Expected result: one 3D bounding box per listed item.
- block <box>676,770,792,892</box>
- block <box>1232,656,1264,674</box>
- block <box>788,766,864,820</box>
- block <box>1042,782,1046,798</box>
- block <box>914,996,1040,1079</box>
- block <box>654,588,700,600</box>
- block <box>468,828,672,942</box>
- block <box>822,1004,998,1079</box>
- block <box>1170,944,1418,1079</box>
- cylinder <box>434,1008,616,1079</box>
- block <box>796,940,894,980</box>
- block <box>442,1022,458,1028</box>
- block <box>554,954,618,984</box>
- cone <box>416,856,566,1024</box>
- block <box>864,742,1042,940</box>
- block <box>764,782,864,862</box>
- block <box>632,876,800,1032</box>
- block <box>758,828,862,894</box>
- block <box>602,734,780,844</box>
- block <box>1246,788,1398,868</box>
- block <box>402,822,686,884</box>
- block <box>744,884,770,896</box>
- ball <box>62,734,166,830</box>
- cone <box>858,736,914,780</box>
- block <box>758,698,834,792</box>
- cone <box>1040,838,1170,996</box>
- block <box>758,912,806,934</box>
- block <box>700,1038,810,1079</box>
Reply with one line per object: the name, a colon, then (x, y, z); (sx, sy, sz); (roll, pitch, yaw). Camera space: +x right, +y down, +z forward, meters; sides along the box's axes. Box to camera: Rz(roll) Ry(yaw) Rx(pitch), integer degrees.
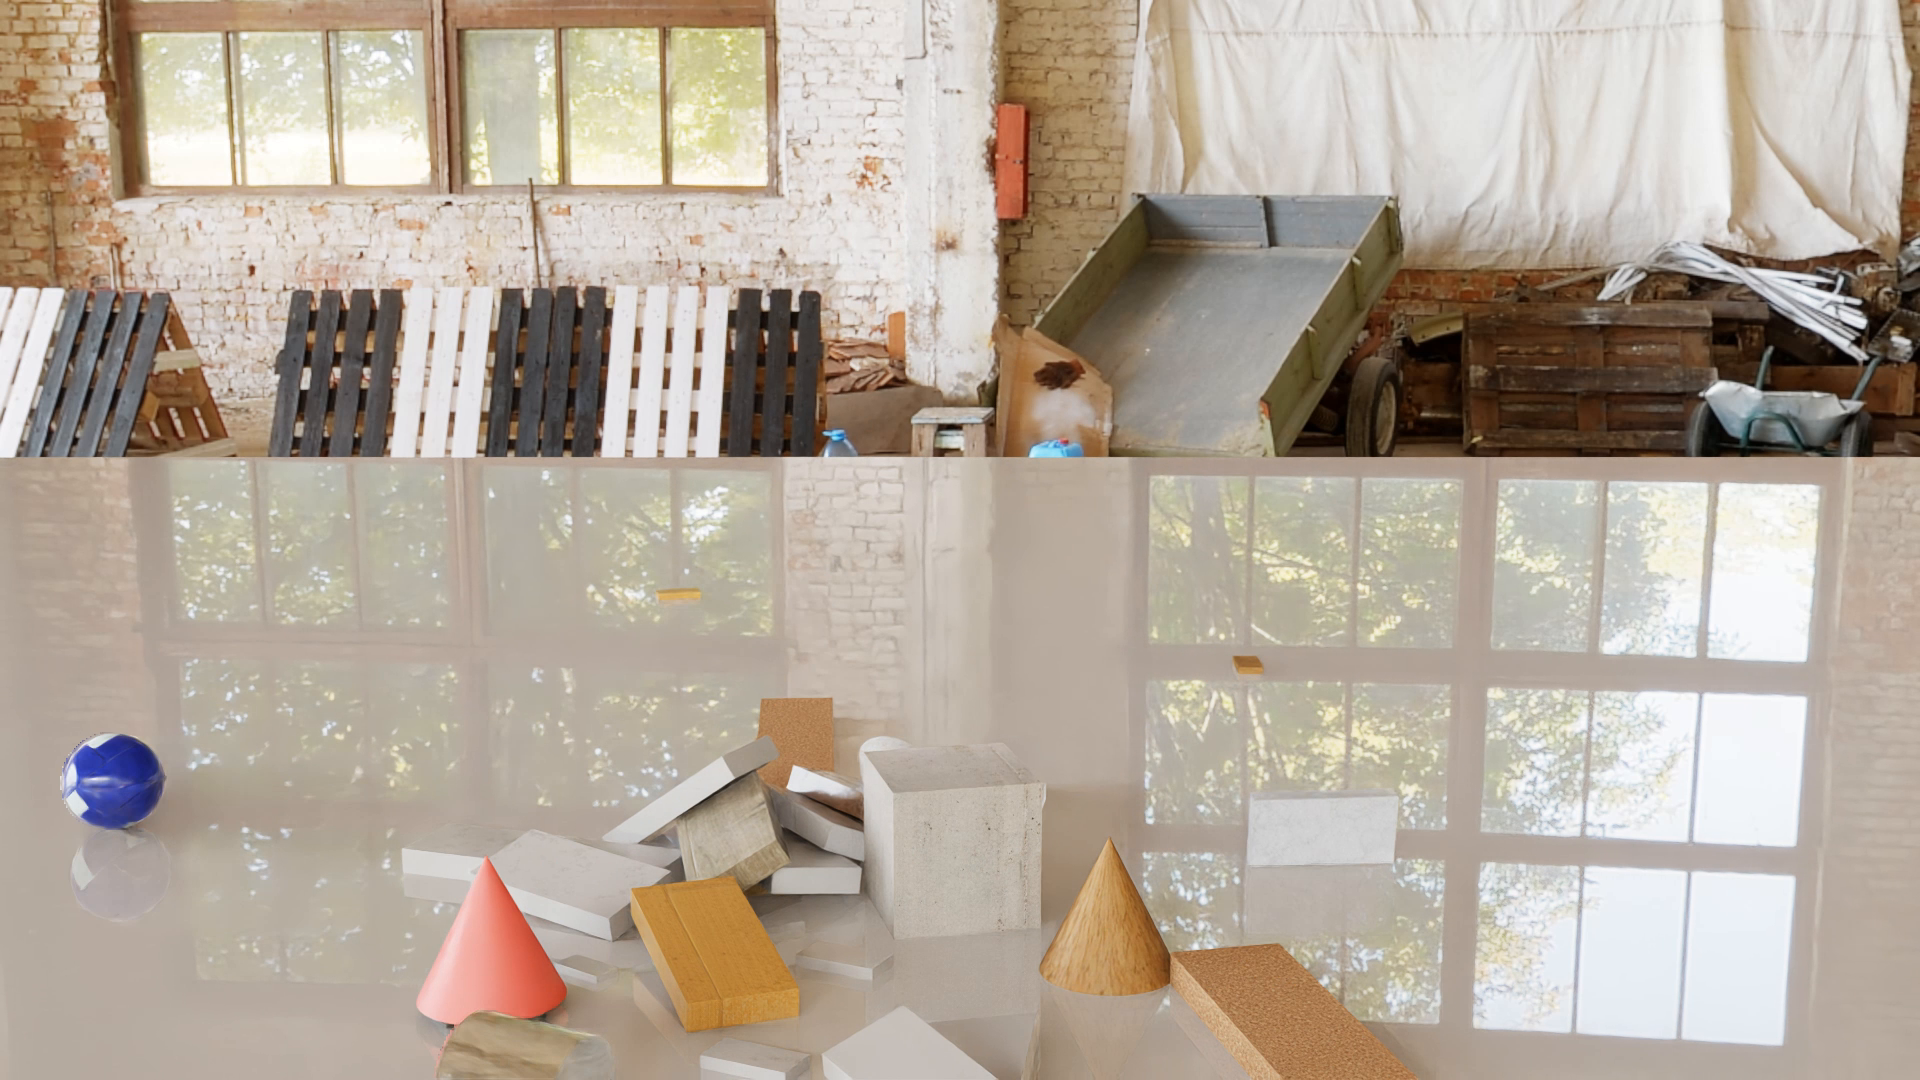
block: (-0.381, 0.500, 3.664); (0.163, 0.046, 0.327); (-32, 18, -2)
block: (0.681, 0.296, 5.208); (0.058, 0.016, 0.115); (0, 11, 0)
block: (-0.151, 0.478, 3.963); (0.307, 0.043, 0.153); (15, -2, 42)
block: (0.104, 0.479, 4.220); (0.115, 0.016, 0.058); (2, 11, 9)
block: (0.006, 0.701, 2.938); (0.171, 0.048, 0.342); (1, 11, 7)
block: (-0.772, 0.147, 6.012); (0.115, 0.016, 0.058); (-4, 11, -19)
block: (-0.633, 0.558, 3.579); (0.304, 0.043, 0.152); (11, 28, 32)
block: (-0.038, 0.694, 2.755); (0.133, 0.038, 0.266); (-25, 37, -33)
block: (0.452, 0.678, 3.061); (0.171, 0.048, 0.494); (-2, 11, -13)
cylinder: (-0.539, 0.679, 2.729); (0.160, 0.160, 0.160); (8, 13, 22)
block: (-0.176, 0.640, 3.348); (0.133, 0.019, 0.067); (5, 12, 26)
block: (-0.681, 0.670, 3.180); (0.145, 0.021, 0.072); (-6, 12, -28)
block: (-0.564, 0.648, 3.321); (0.091, 0.013, 0.045); (8, 13, 36)
cone: (-0.677, 0.555, 3.162); (0.214, 0.214, 0.214); (0, 11, 0)
block: (-0.015, 0.485, 3.578); (0.240, 0.240, 0.240); (-3, 11, -13)
block: (-0.234, 0.498, 3.846); (0.163, 0.046, 0.327); (22, -3, -30)
block: (-0.372, 0.613, 3.288); (0.163, 0.046, 0.370); (-4, 19, -20)
block: (-0.292, 0.538, 3.706); (0.152, 0.043, 0.304); (4, 4, -24)
block: (-0.470, 0.449, 3.847); (0.307, 0.043, 0.153); (-35, -6, 27)
block: (0.627, 0.498, 3.809); (0.252, 0.126, 0.036); (-1, 18, -5)
block: (-0.709, 0.550, 3.764); (0.470, 0.043, 0.152); (4, 11, 19)
block: (-0.345, 0.572, 3.671); (0.145, 0.021, 0.072); (-1, 9, -37)
ball: (-1.539, 0.439, 4.002); (0.175, 0.175, 0.175); (0, 11, 0)
cone: (-0.147, 0.473, 4.121); (0.147, 0.147, 0.147); (4, 38, 21)
block: (-0.332, 0.426, 4.434); (0.153, 0.043, 0.680); (-1, 11, -4)
cone: (0.225, 0.548, 3.319); (0.210, 0.210, 0.210); (0, 11, 0)
block: (-0.298, 0.613, 3.508); (0.091, 0.013, 0.045); (-5, 12, -26)
block: (-0.278, 0.707, 2.985); (0.133, 0.019, 0.067); (5, 12, 25)
